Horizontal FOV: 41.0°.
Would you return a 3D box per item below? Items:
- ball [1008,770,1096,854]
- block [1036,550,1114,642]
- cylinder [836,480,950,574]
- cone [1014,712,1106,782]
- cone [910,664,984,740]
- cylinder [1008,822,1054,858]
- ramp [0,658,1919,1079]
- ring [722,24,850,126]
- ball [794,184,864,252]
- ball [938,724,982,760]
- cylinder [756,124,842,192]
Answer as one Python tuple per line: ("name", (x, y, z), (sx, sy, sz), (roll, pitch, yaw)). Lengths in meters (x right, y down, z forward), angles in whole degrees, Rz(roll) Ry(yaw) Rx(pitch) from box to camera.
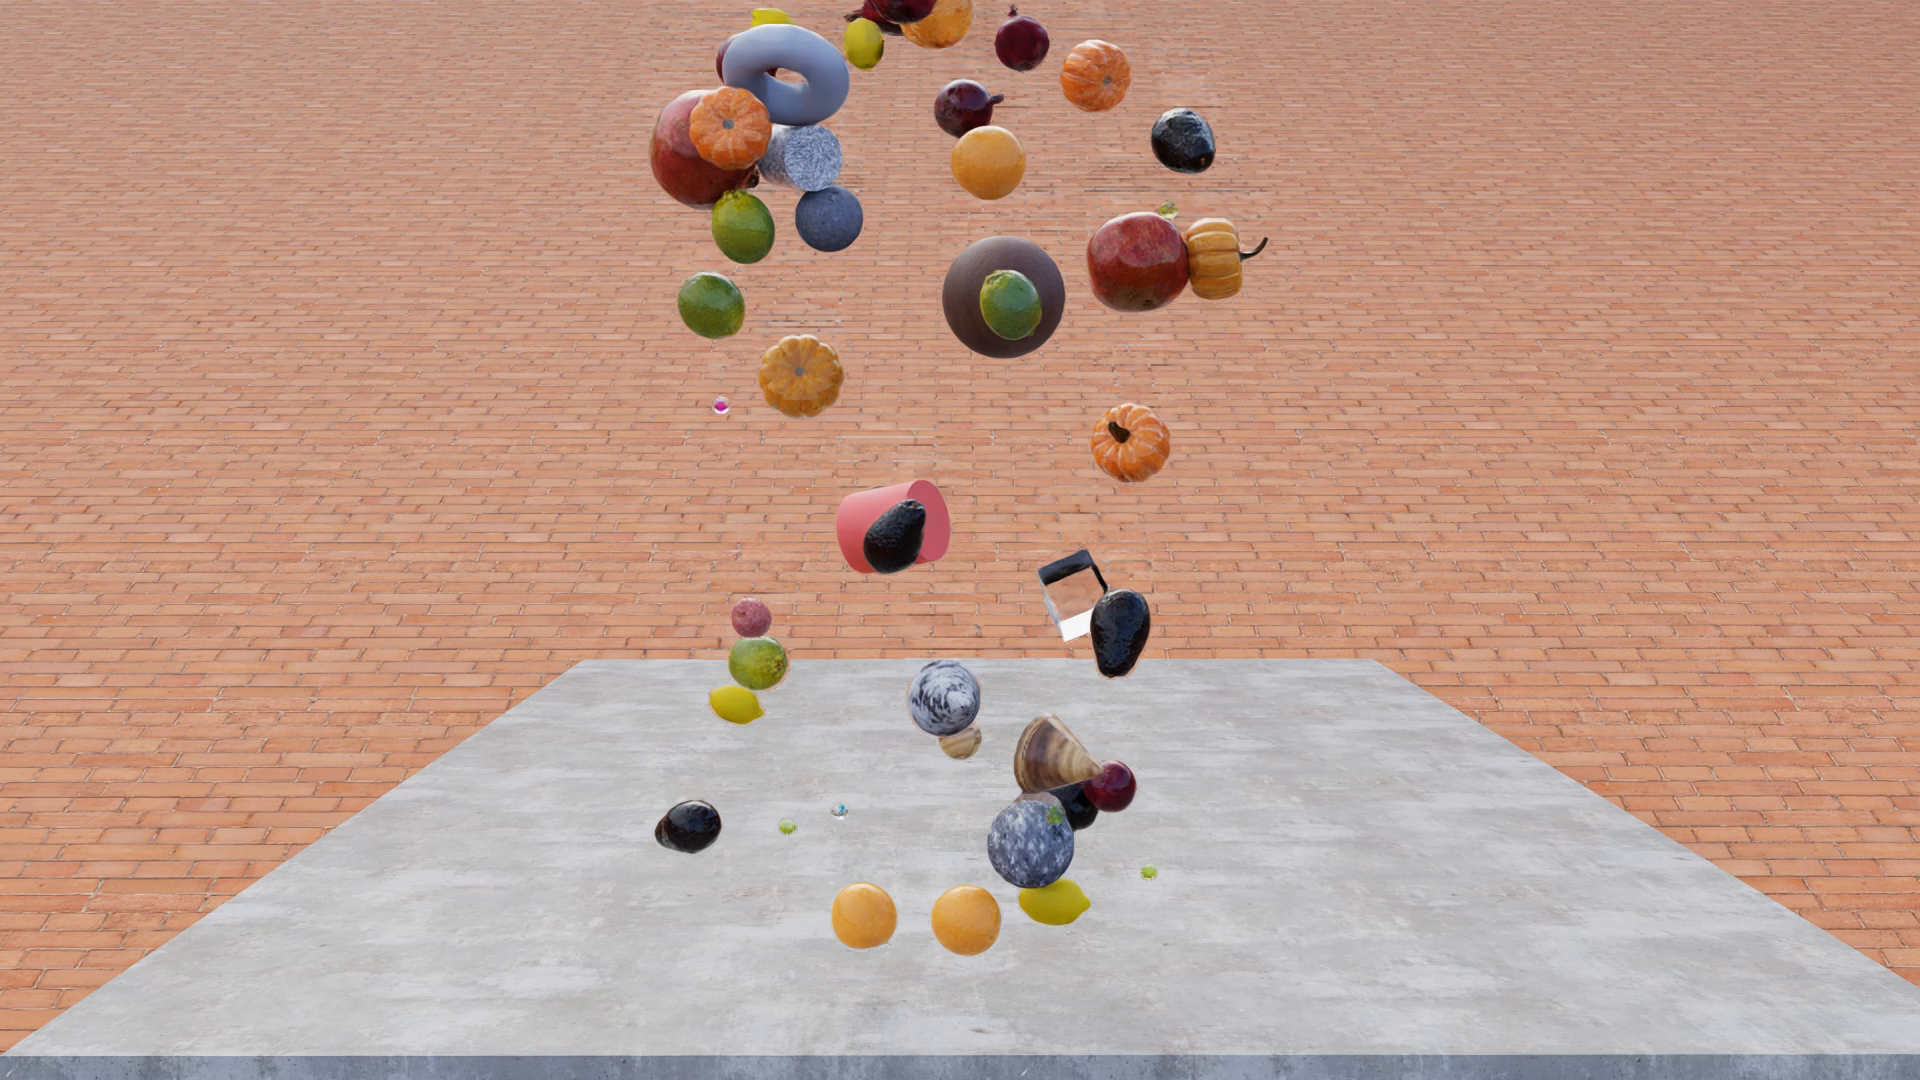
("ball", (0.092, 0.269, 2.579), (0.090, 0.090, 0.090), (0, 22, 0))
("block", (0.127, 0.061, 2.824), (0.061, 0.061, 0.061), (-22, 50, -5))
("cylinder", (-0.074, -0.015, 2.881), (0.092, 0.092, 0.092), (-11, 14, 31))
("cone", (0.113, 0.224, 2.571), (0.085, 0.085, 0.085), (13, 25, 39))
("cone", (-0.003, 0.161, 2.556), (0.077, 0.077, 0.077), (-6, -1, -15))
("cylinder", (0.087, 0.314, 2.837), (0.065, 0.065, 0.065), (3, -15, 7))
("ramp", (0.050, 0.455, 4.532), (2.000, 0.100, 4.000), (0, 3, 0))
("ring", (-0.163, -0.436, 2.413), (0.122, 0.122, 0.041), (4, 59, 9))
("ball", (-0.126, -0.311, 2.480), (0.066, 0.066, 0.066), (0, 22, 0))
("ball", (0.000, 0.236, 3.060), (0.052, 0.052, 0.052), (0, 22, 0))
("cylinder", (-0.154, -0.368, 2.465), (0.062, 0.062, 0.062), (-13, 16, -29))
